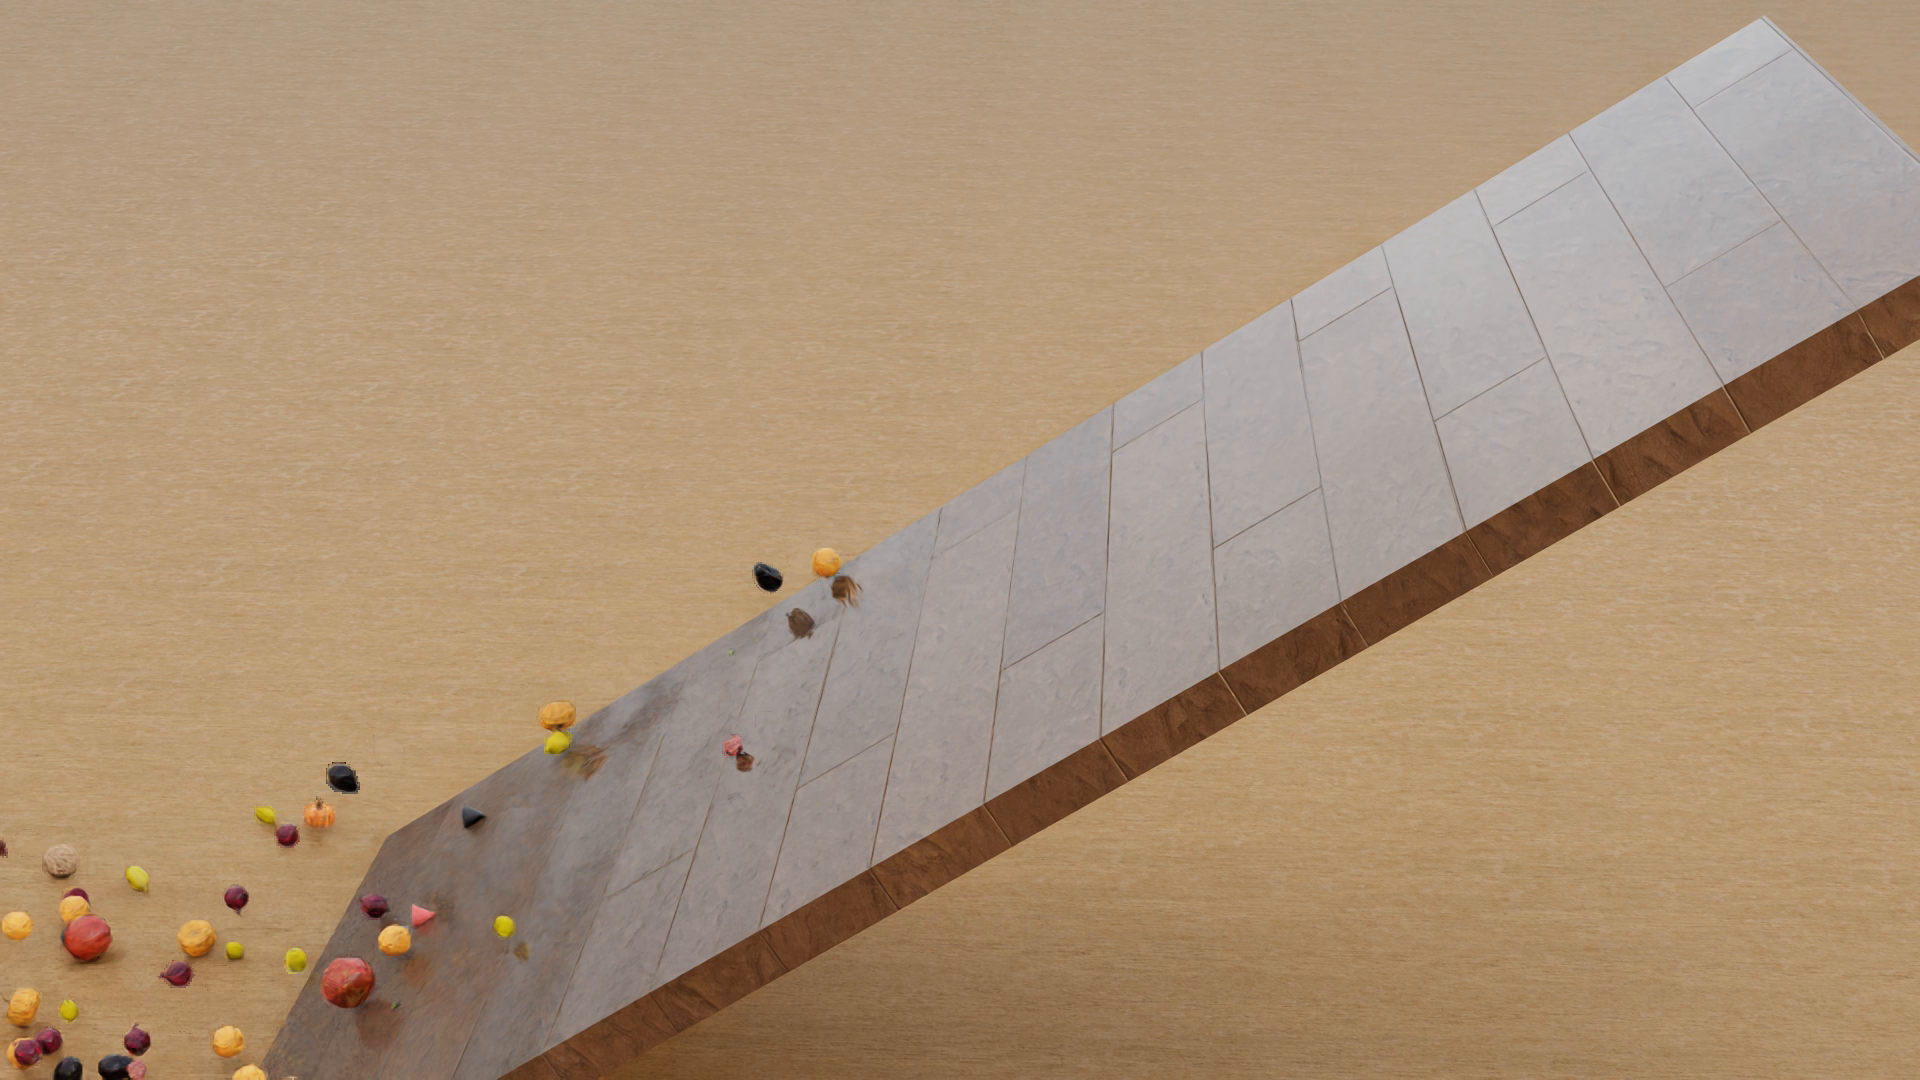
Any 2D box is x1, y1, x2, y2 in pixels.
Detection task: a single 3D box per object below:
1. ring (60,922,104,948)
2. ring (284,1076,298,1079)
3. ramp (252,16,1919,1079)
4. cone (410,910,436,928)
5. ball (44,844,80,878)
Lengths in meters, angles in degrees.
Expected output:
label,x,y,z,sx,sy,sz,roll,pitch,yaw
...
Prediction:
label,x,y,z,sx,sy,sz,roll,pitch,yaw
ring,-2.185,0.983,7.322,0.104,0.035,0.104,-1,19,0
ring,-1.447,1.185,6.244,0.114,0.038,0.114,-33,14,10
ramp,0.140,0.170,6.295,4.000,0.100,2.000,-31,15,14
cone,-1.237,0.868,6.808,0.052,0.052,0.052,-24,22,-1
ball,-2.336,0.834,7.646,0.090,0.090,0.090,0,20,0
